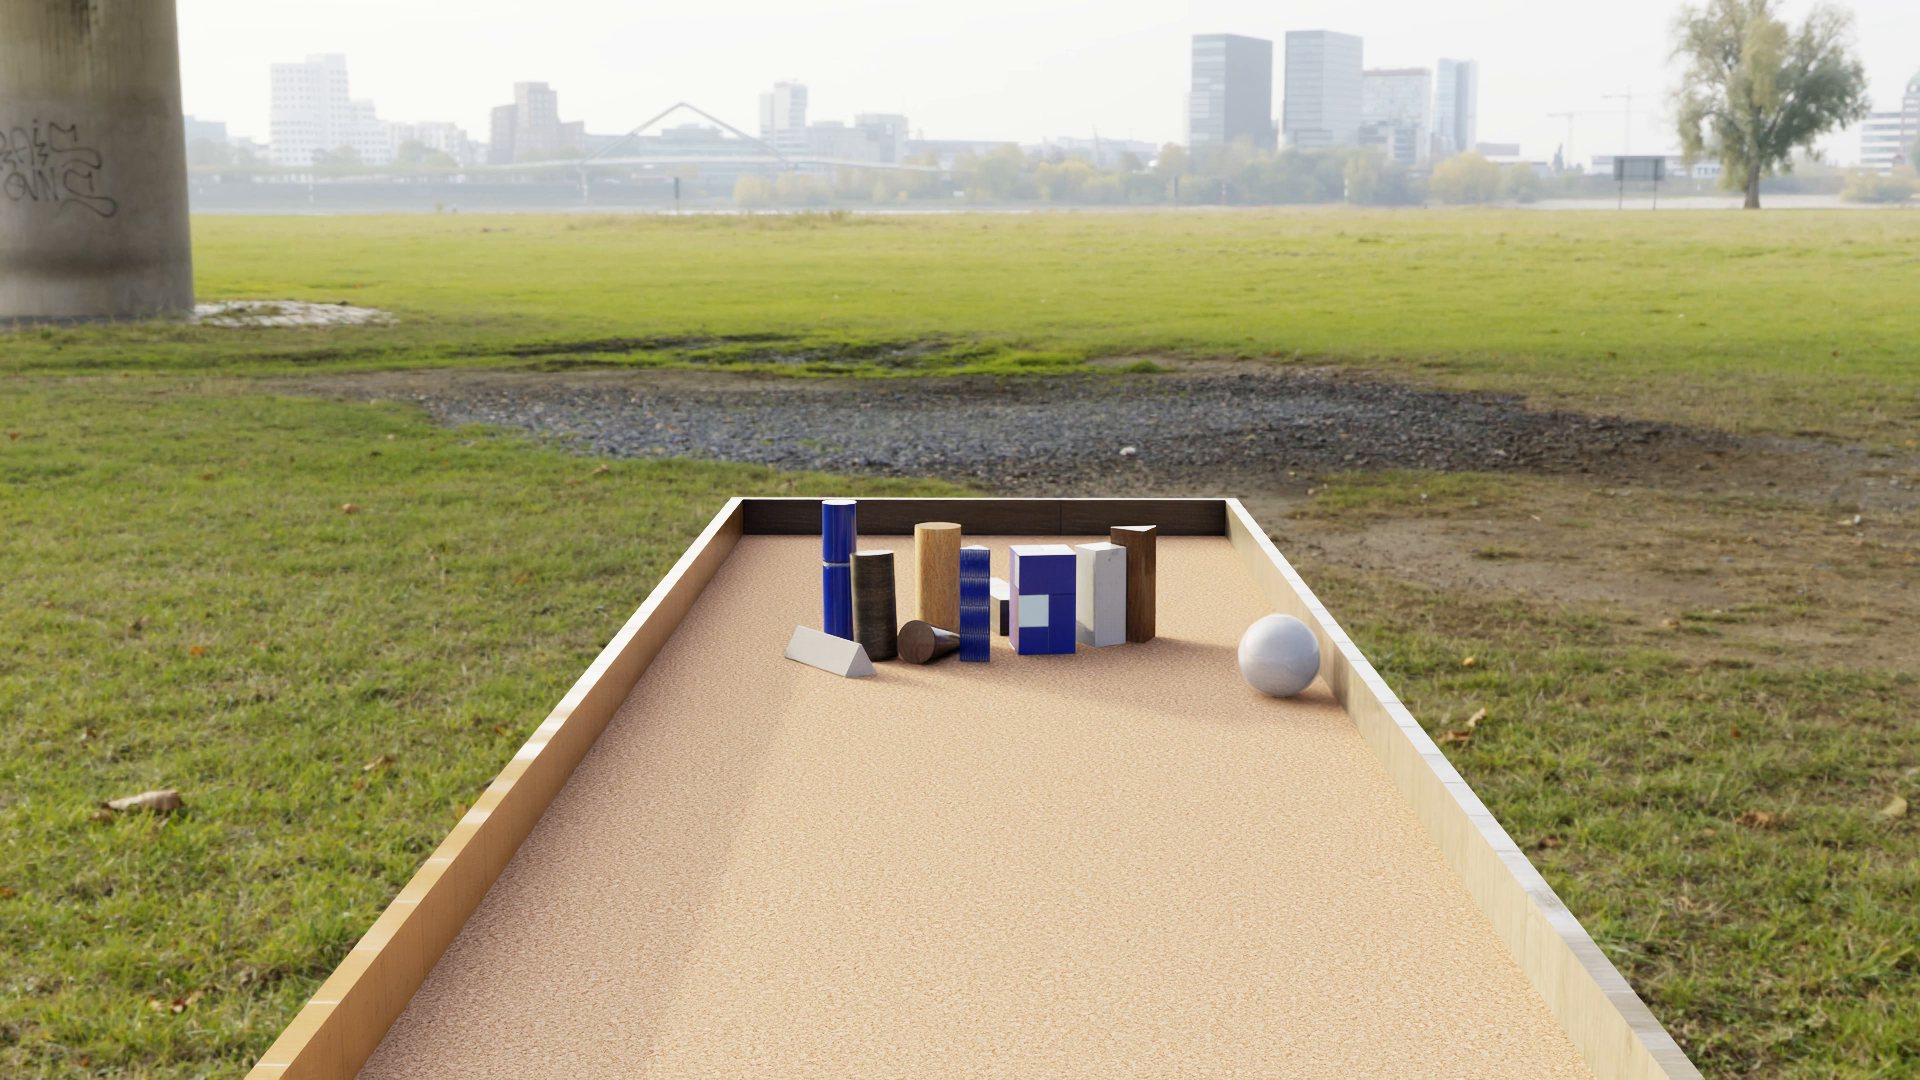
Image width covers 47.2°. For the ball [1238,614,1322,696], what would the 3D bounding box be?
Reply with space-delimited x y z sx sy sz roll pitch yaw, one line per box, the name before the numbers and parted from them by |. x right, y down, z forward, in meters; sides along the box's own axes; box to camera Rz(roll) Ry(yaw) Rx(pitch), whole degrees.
ball | 0.903 0.325 6.212 0.233 0.233 0.233 0 9 0

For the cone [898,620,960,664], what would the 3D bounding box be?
cone | -0.034 0.316 6.804 0.135 0.135 0.384 6 1 31

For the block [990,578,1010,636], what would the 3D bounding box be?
block | 0.127 0.218 7.260 0.118 0.118 0.401 -3 9 -17

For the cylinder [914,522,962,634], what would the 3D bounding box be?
cylinder | -0.069 0.141 6.918 0.145 0.376 0.145 0 9 0

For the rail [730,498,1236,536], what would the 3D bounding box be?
rail | 0.099 -0.098 9.147 2.100 0.150 0.050 0 9 1

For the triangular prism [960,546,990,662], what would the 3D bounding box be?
triangular prism | 0.050 0.192 6.688 0.091 0.347 0.079 1 9 7

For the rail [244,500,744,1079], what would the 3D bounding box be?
rail | -1.004 0.839 3.234 0.050 0.150 12.000 0 9 1

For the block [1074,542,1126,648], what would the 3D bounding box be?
block | 0.443 0.172 6.944 0.116 0.307 0.116 -6 11 -30

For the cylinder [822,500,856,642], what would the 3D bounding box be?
cylinder | -0.378 0.102 6.931 0.108 0.448 0.108 0 9 0

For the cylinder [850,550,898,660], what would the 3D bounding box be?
cylinder | -0.262 0.197 6.720 0.135 0.319 0.135 -3 6 0

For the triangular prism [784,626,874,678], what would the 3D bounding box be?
triangular prism | -0.394 0.330 6.615 0.107 0.093 0.350 -6 11 -35

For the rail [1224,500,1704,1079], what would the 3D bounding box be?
rail | 1.046 0.843 3.208 0.050 0.150 12.000 0 9 1

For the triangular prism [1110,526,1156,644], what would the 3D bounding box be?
triangular prism | 0.577 0.137 7.003 0.127 0.355 0.147 -6 9 -40

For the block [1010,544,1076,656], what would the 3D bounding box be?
block | 0.256 0.185 6.844 0.179 0.312 0.179 -1 9 -8
